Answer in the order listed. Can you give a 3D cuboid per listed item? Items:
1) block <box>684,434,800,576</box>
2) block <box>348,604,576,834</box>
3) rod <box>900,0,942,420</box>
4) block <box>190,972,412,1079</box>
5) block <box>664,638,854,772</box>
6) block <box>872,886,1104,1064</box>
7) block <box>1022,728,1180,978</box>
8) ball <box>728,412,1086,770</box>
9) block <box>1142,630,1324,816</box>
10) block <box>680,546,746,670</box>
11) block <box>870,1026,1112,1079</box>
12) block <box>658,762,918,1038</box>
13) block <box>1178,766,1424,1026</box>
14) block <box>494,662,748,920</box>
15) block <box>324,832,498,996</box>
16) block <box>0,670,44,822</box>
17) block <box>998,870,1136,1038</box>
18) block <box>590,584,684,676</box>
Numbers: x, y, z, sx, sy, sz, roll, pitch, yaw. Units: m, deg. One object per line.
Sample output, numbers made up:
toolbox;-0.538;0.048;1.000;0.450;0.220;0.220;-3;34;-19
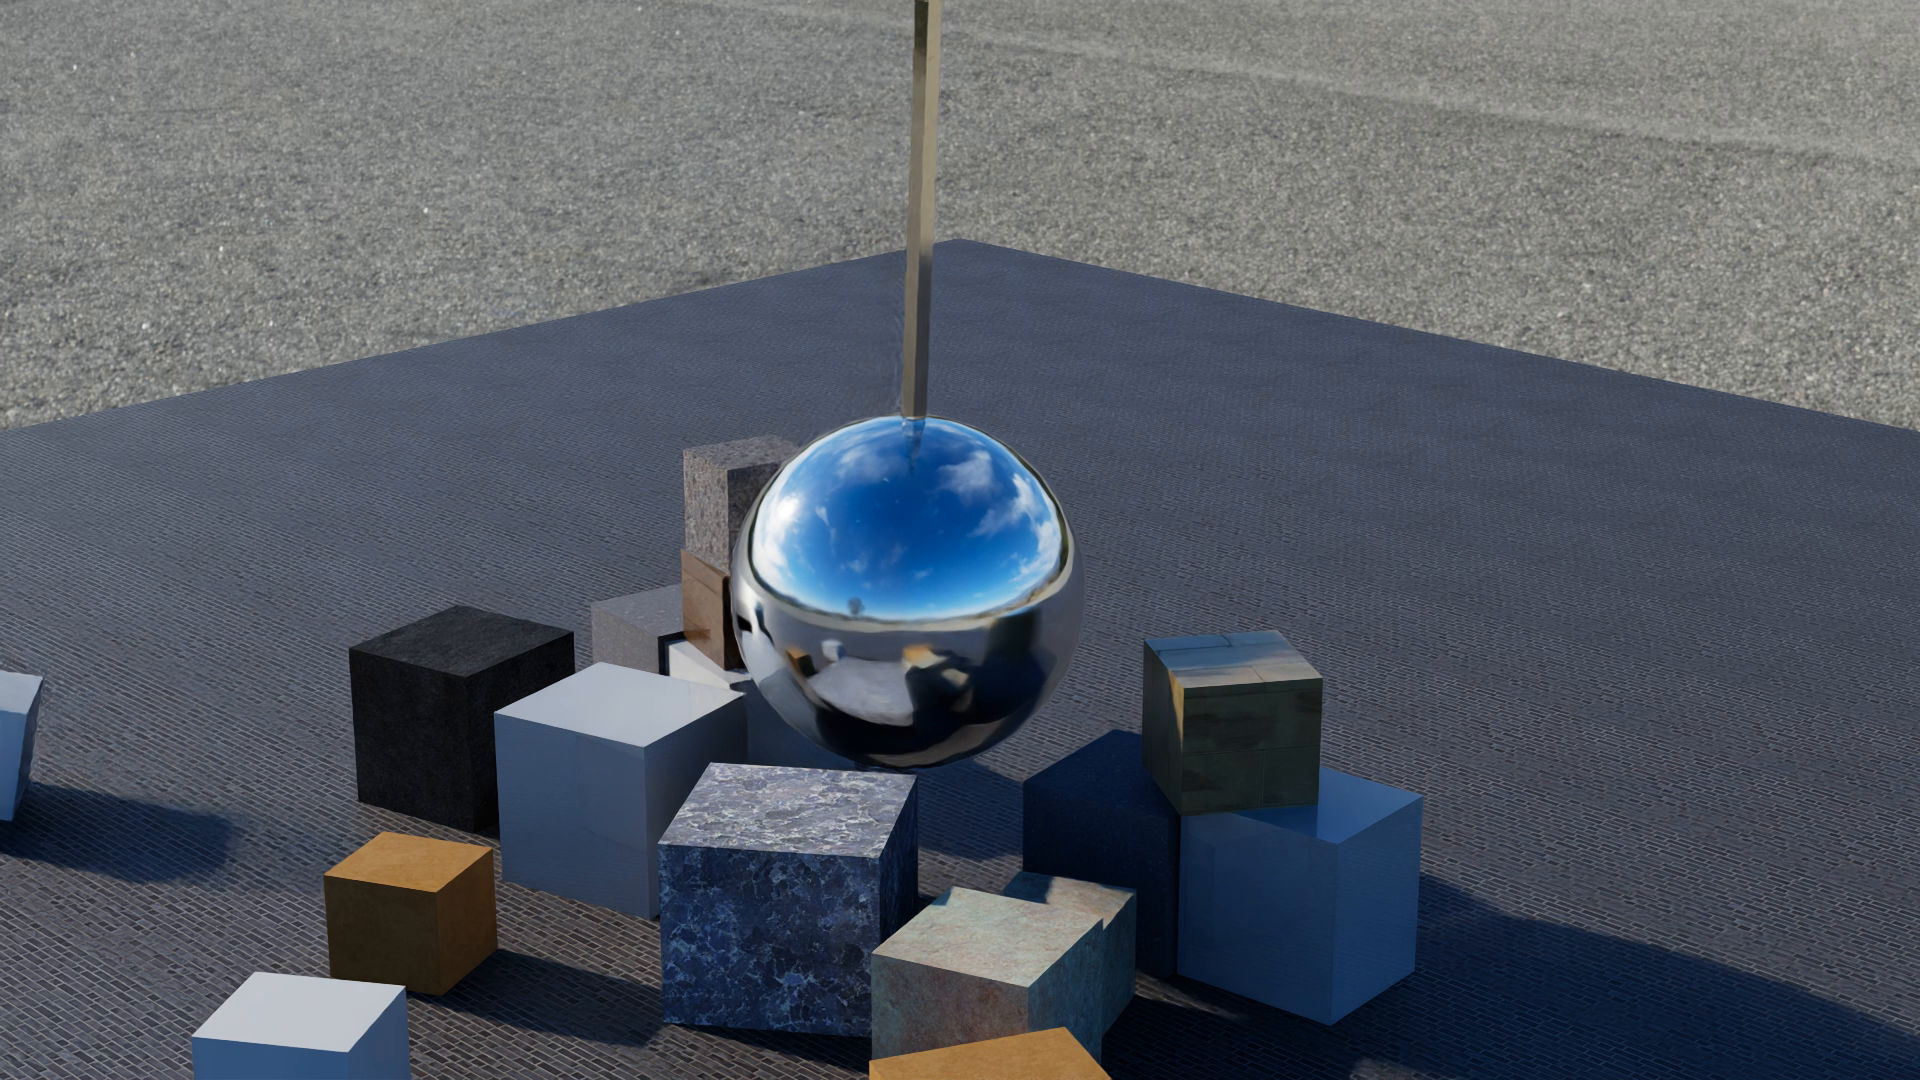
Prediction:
block;-1.018;-0.177;14.319;0.500;0.527;0.448;-11;21;-31
block;-2.407;0.859;14.289;0.748;0.792;0.775;11;21;31
rod;-0.103;-3.050;12.276;0.080;5.200;0.080;17;21;42
block;-2.477;2.012;11.084;0.616;0.514;0.555;4;18;11
block;-0.997;0.850;14.576;0.682;0.639;0.703;-11;20;-30
block;0.111;1.835;11.419;0.661;0.652;0.692;8;19;25
block;0.783;1.354;12.812;0.721;0.734;0.760;11;21;32
ball;-0.237;0.229;13.165;1.600;1.600;1.600;0;17;0
block;1.133;0.761;12.300;0.591;0.562;0.607;-4;18;-11
block;-1.015;0.298;14.475;0.552;0.473;0.537;-9;19;-25
block;0.141;2.191;10.352;0.752;0.612;0.633;-6;19;-20
block;-0.699;1.492;12.272;0.907;0.795;0.888;3;18;9
block;1.431;1.456;12.368;0.768;0.806;0.663;14;22;37
block;-1.534;1.128;13.389;0.834;0.820;0.780;10;20;29
block;-2.337;1.587;12.505;0.534;0.473;0.491;6;18;19
block;-4.800;0.964;14.168;0.574;0.555;0.520;9;16;-12
block;0.396;1.721;12.064;0.515;0.483;0.522;7;19;21
block;-1.436;0.663;15.113;0.665;0.672;0.654;-13;22;-35
